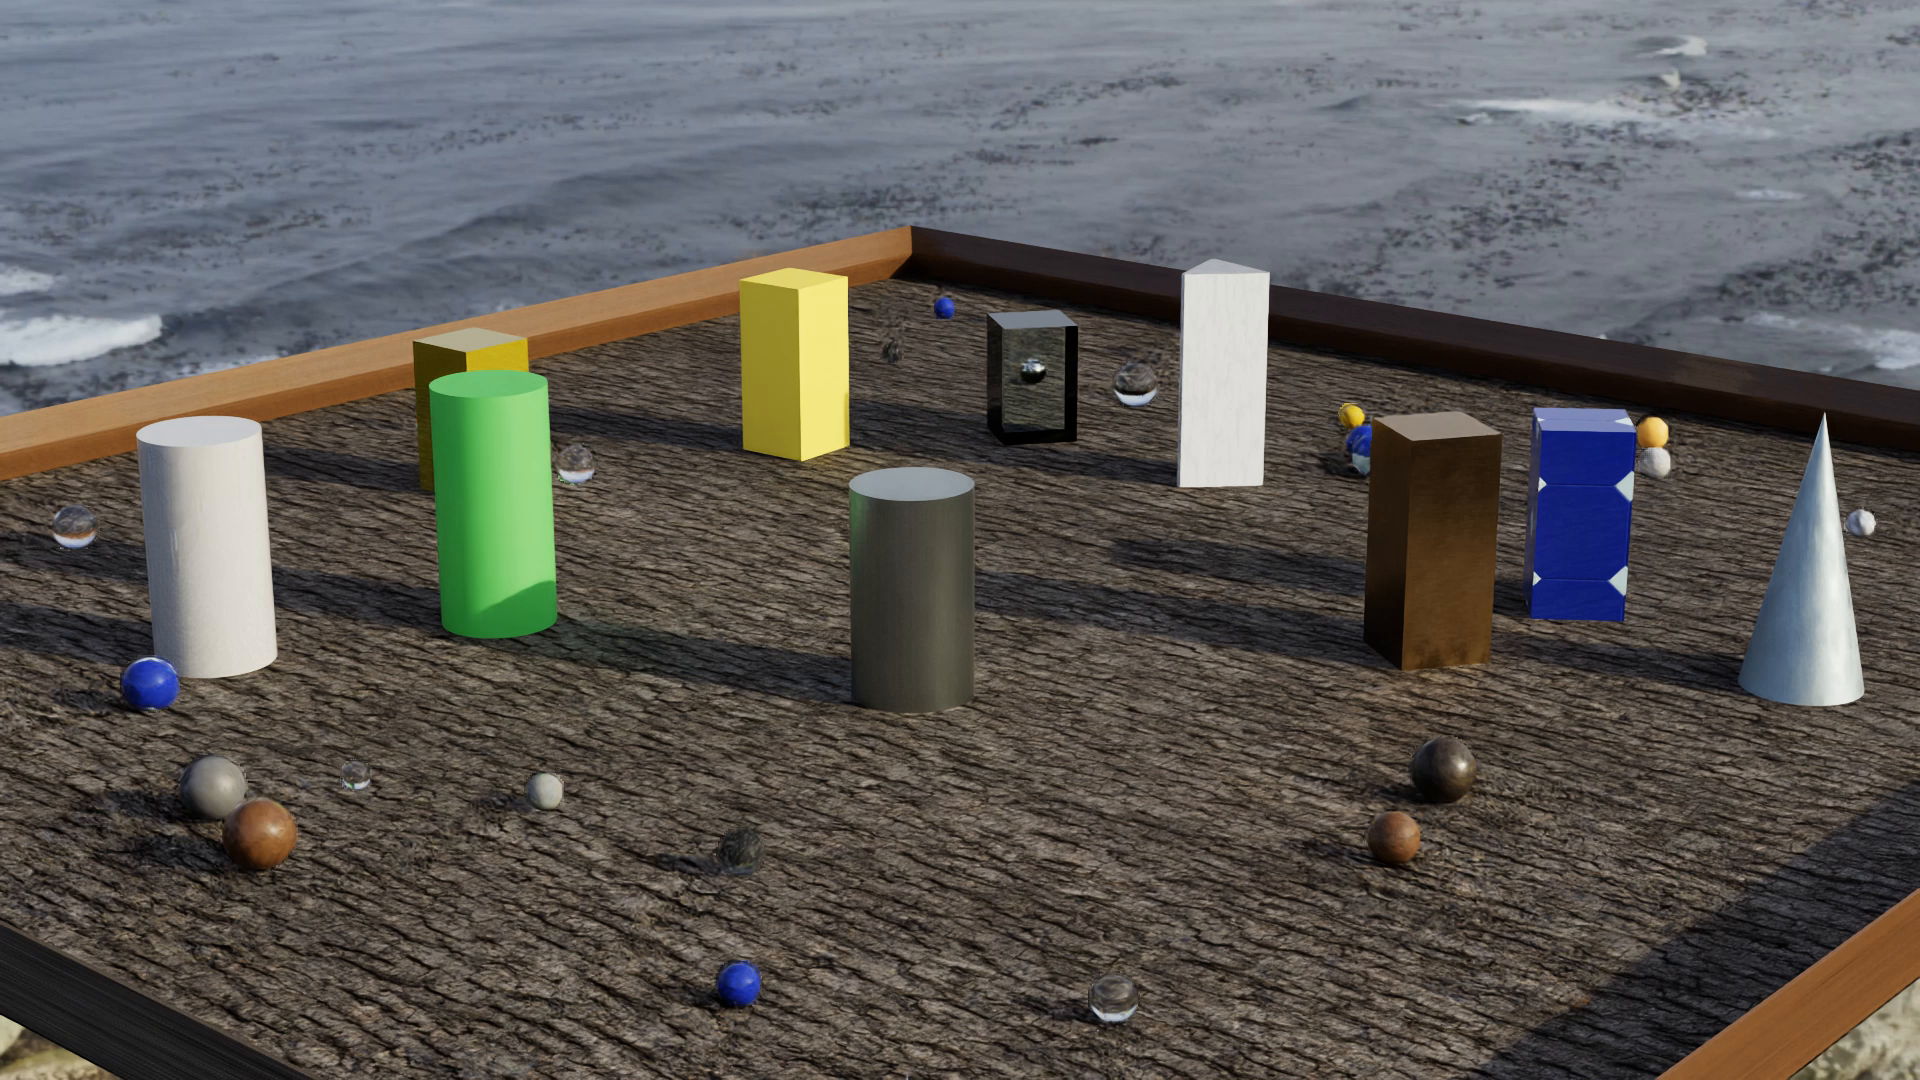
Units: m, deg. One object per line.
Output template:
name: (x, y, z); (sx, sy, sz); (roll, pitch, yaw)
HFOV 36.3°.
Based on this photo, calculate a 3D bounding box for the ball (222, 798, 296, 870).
ball: (-0.947, 0.398, 3.963); (0.098, 0.098, 0.098); (0, 17, 0)

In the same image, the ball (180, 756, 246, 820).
ball: (-1.053, 0.350, 4.132); (0.091, 0.091, 0.091); (0, 17, 0)

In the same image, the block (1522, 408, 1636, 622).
block: (1.059, -0.045, 5.023); (0.156, 0.332, 0.156); (1, 17, 5)

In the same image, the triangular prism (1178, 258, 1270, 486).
triangular prism: (0.509, -0.333, 5.812); (0.169, 0.427, 0.147); (-2, 17, -5)

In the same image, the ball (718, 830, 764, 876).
ball: (-0.294, 0.421, 3.947); (0.061, 0.061, 0.061); (0, 17, 0)

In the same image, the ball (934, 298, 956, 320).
ball: (-0.039, -0.574, 7.259); (0.053, 0.053, 0.053); (0, 17, 0)

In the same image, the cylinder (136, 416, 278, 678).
cylinder: (-1.218, 0.010, 4.750); (0.195, 0.385, 0.195); (0, 17, 0)

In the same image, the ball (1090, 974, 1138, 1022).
ball: (0.185, 0.550, 3.523); (0.058, 0.058, 0.058); (0, 17, 0)

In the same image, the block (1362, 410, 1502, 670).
block: (0.768, 0.000, 4.782); (0.156, 0.385, 0.156); (-5, 17, -15)

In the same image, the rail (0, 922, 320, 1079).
rail: (-1.307, 0.466, 3.679); (3.849, 0.127, 0.045); (14, 22, 39)

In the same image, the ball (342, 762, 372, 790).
ball: (-0.873, 0.342, 4.245); (0.041, 0.041, 0.041); (0, 17, 0)

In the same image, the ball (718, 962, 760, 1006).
ball: (-0.269, 0.541, 3.565); (0.053, 0.053, 0.053); (0, 17, 0)

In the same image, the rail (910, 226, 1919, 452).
rail: (1.307, -0.403, 6.561); (3.849, 0.127, 0.045); (14, 22, 39)

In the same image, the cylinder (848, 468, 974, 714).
cylinder: (-0.075, 0.077, 4.599); (0.195, 0.343, 0.195); (0, 17, 0)

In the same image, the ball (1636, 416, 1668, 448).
ball: (1.431, -0.221, 6.065); (0.068, 0.068, 0.068); (0, 17, 0)

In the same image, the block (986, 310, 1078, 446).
block: (0.151, -0.342, 6.153); (0.156, 0.248, 0.156); (-4, 17, -12)

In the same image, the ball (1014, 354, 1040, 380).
ball: (0.153, -0.394, 6.653); (0.058, 0.058, 0.058); (0, 17, 0)

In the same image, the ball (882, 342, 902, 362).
ball: (-0.157, -0.436, 6.810); (0.049, 0.049, 0.049); (0, 17, 0)

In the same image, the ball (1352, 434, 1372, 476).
ball: (0.825, -0.171, 5.871); (0.083, 0.083, 0.083); (0, 17, 0)

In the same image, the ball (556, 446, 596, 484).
ball: (-0.761, -0.150, 5.813); (0.077, 0.077, 0.077); (0, 17, 0)

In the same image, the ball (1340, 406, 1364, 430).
ball: (0.832, -0.261, 6.224); (0.051, 0.051, 0.051); (0, 17, 0)

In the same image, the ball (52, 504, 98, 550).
ball: (-1.626, -0.024, 5.385); (0.082, 0.082, 0.082); (0, 17, 0)

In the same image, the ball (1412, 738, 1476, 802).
ball: (0.693, 0.329, 4.198); (0.093, 0.093, 0.093); (0, 17, 0)

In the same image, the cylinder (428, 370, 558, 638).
cylinder: (-0.784, -0.062, 4.937); (0.195, 0.414, 0.195); (0, 17, 0)

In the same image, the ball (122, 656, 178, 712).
ball: (-1.259, 0.224, 4.557); (0.085, 0.085, 0.085); (0, 17, 0)

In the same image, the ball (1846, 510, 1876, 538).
ball: (1.678, -0.030, 5.460); (0.052, 0.052, 0.052); (0, 17, 0)

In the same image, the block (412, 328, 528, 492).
block: (-0.954, -0.248, 5.753); (0.156, 0.299, 0.156); (14, 21, 38)

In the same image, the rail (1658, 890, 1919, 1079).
rail: (1.435, 0.392, 3.927); (0.045, 0.127, 4.035); (14, 22, 39)

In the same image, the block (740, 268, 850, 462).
block: (-0.339, -0.363, 6.034); (0.156, 0.357, 0.156); (12, 21, 35)

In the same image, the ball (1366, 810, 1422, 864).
ball: (0.590, 0.404, 3.982); (0.073, 0.073, 0.073); (0, 17, 0)

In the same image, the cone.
cone: (1.342, 0.015, 4.616); (0.195, 0.451, 0.195); (0, 17, 0)

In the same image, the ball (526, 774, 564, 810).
ball: (-0.591, 0.358, 4.169); (0.053, 0.053, 0.053); (0, 17, 0)

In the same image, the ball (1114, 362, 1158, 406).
ball: (0.384, -0.339, 6.408); (0.096, 0.096, 0.096); (0, 17, 0)

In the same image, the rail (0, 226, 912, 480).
rail: (-1.435, -0.328, 6.313); (0.045, 0.127, 4.035); (14, 22, 39)

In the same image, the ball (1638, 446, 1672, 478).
ball: (1.386, -0.154, 5.848); (0.064, 0.064, 0.064); (0, 17, 0)

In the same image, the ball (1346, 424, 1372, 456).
ball: (0.824, -0.198, 5.975); (0.075, 0.075, 0.075); (0, 17, 0)
